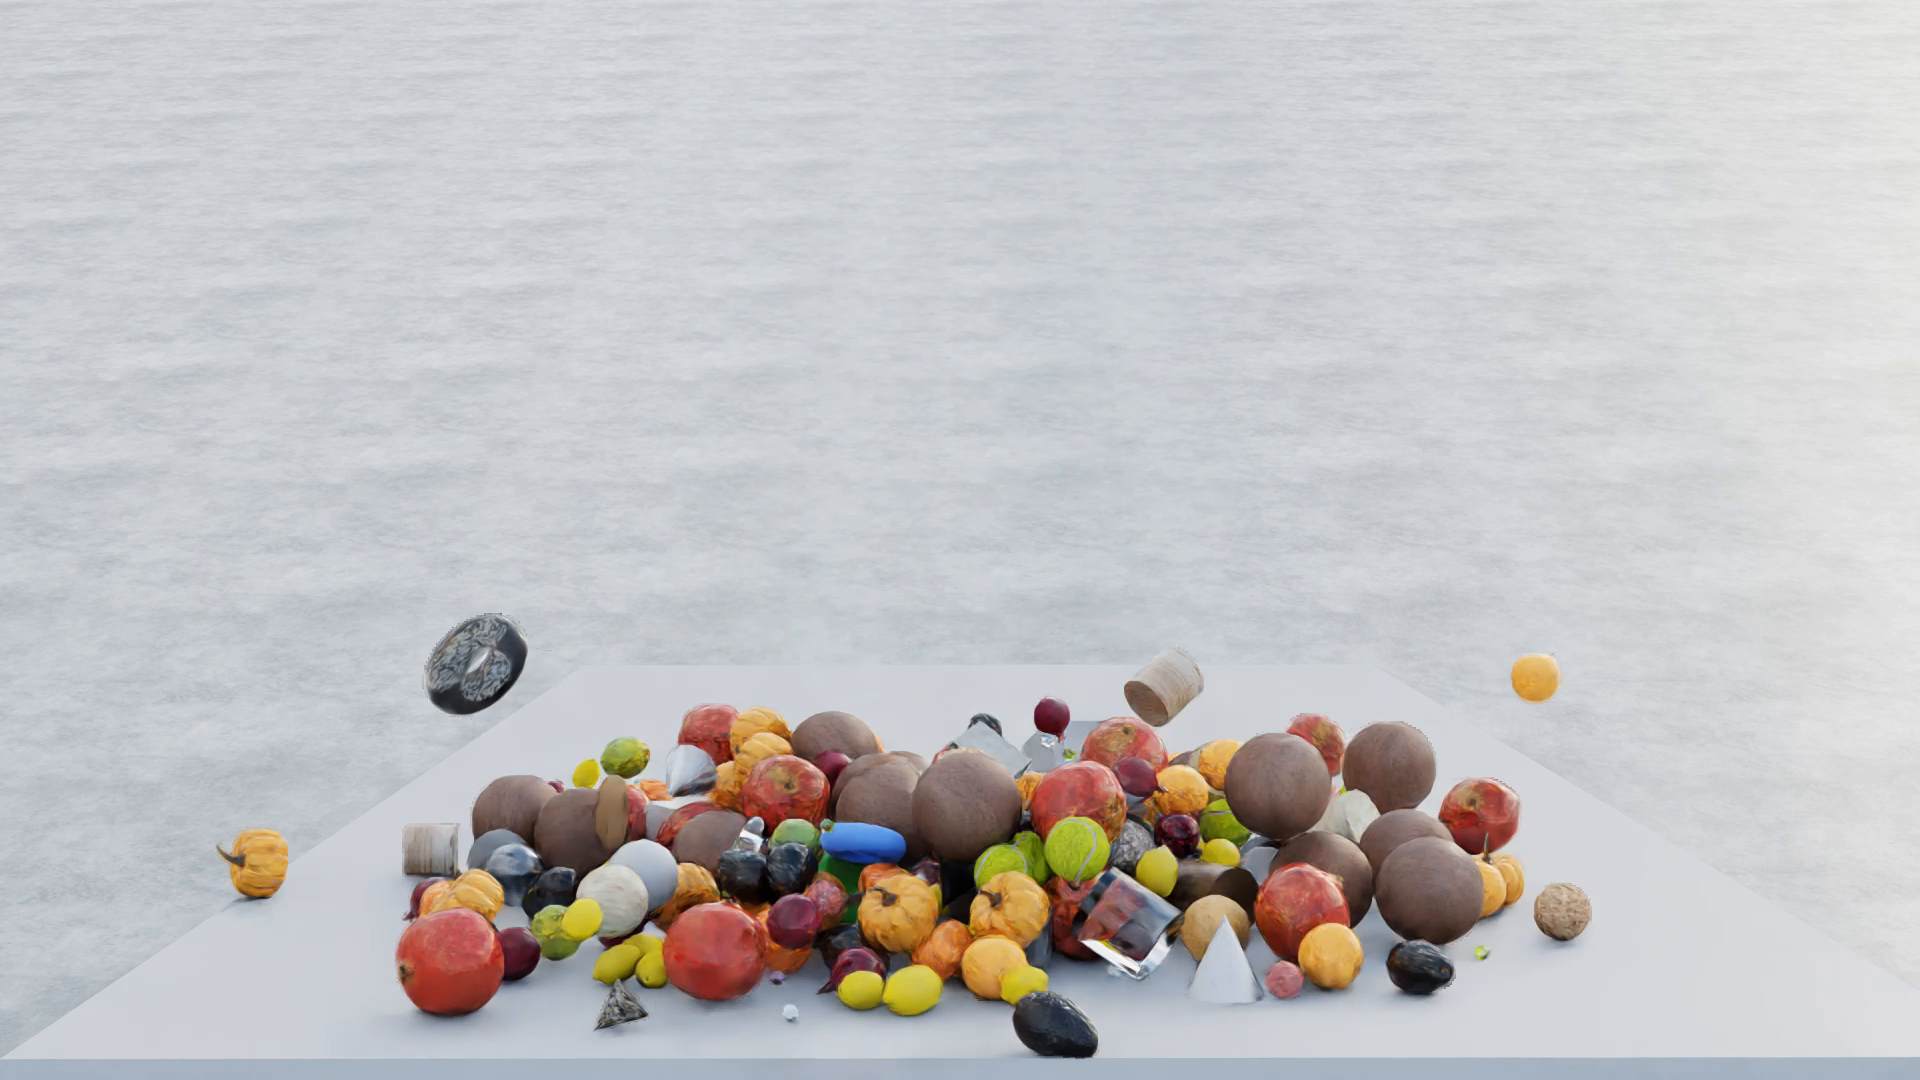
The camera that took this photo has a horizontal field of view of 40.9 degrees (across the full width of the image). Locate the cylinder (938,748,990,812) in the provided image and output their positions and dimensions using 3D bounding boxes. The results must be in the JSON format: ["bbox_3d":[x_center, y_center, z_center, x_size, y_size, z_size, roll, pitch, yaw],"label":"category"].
[{"bbox_3d":[0.005,0.305,3.266,0.063,0.063,0.063,-3,17,1],"label":"cylinder"}]

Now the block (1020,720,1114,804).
[{"bbox_3d":[0.174,0.360,4.180,0.100,0.100,0.100,0,62,-26],"label":"block"}]

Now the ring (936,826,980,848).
[{"bbox_3d":[-0.010,0.438,3.777,0.078,0.026,0.078,-1,3,0],"label":"ring"}]

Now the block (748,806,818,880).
[{"bbox_3d":[-0.244,0.416,3.546,0.086,0.086,0.086,-2,1,-12],"label":"block"}]

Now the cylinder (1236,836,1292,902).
[{"bbox_3d":[0.393,0.426,3.325,0.068,0.068,0.068,-3,66,8],"label":"cylinder"}]

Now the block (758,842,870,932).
[{"bbox_3d":[-0.179,0.424,3.140,0.087,0.087,0.087,9,-6,34],"label":"block"}]

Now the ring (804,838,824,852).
[{"bbox_3d":[-0.173,0.419,3.252,0.094,0.031,0.094,-16,51,21],"label":"ring"}]

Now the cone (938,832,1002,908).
[{"bbox_3d":[-0.005,0.409,3.087,0.085,0.085,0.085,10,49,23],"label":"cone"}]

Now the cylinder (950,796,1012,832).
[{"bbox_3d":[0.026,0.406,3.915,0.076,0.076,0.076,-15,6,-33],"label":"cylinder"}]

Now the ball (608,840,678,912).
[{"bbox_3d":[-0.371,0.393,3.006,0.085,0.085,0.085,0,22,0],"label":"ball"}]

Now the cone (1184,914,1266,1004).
[{"bbox_3d":[0.289,0.452,2.808,0.089,0.089,0.089,0,3,0],"label":"cone"}]

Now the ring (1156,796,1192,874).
[{"bbox_3d":[0.286,0.401,3.433,0.039,0.116,0.116,-3,22,-1],"label":"ring"}]

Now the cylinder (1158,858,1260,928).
[{"bbox_3d":[0.303,0.437,3.136,0.088,0.088,0.088,-18,13,-37],"label":"cylinder"}]

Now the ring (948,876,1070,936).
[{"bbox_3d":[0.059,0.440,3.095,0.148,0.049,0.148,-5,4,0],"label":"ring"}]

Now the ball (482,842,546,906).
[{"bbox_3d":[-0.576,0.432,3.321,0.081,0.081,0.081,0,22,0],"label":"ball"}]

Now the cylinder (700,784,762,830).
[{"bbox_3d":[-0.352,0.408,3.937,0.069,0.069,0.069,0,18,40],"label":"cylinder"}]

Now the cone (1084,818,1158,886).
[{"bbox_3d":[0.191,0.386,3.102,0.093,0.093,0.093,2,-1,5],"label":"cone"}]

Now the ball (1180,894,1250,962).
[{"bbox_3d":[0.294,0.449,2.960,0.081,0.081,0.081,0,22,0],"label":"ball"}]

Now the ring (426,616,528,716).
[{"bbox_3d":[-0.617,0.160,3.280,0.147,0.049,0.147,-20,42,19],"label":"ring"}]

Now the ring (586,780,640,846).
[{"bbox_3d":[-0.454,0.356,3.364,0.033,0.098,0.098,33,28,5],"label":"ring"}]

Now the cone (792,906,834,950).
[{"bbox_3d":[-0.185,0.472,3.066,0.053,0.053,0.053,14,57,-22],"label":"cone"}]

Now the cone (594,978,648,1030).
[{"bbox_3d":[-0.357,0.489,2.652,0.051,0.051,0.051,-40,32,-7],"label":"cone"}]

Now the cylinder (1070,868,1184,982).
[{"bbox_3d":[0.188,0.430,2.880,0.092,0.092,0.092,33,34,20],"label":"cylinder"}]

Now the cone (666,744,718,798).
[{"bbox_3d":[-0.378,0.329,3.469,0.078,0.078,0.078,7,25,17],"label":"cone"}]

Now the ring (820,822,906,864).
[{"bbox_3d":[-0.113,0.355,3.006,0.102,0.034,0.102,7,-18,2],"label":"ring"}]

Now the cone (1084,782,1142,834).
[{"bbox_3d":[0.191,0.319,3.117,0.067,0.067,0.067,-12,20,10],"label":"cone"}]

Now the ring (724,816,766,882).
[{"bbox_3d":[-0.262,0.377,3.133,0.029,0.087,0.087,26,23,-4],"label":"ring"}]

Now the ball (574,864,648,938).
[{"bbox_3d":[-0.387,0.401,2.855,0.081,0.081,0.081,0,22,0],"label":"ball"}]

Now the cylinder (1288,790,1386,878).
[{"bbox_3d":[0.505,0.394,3.448,0.093,0.093,0.093,-26,6,33],"label":"cylinder"}]

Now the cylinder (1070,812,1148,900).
[{"bbox_3d":[0.191,0.408,3.309,0.091,0.091,0.091,4,51,9],"label":"cylinder"}]

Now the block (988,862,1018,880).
[{"bbox_3d":[0.042,0.439,3.220,0.052,0.052,0.052,-5,43,-24],"label":"block"}]

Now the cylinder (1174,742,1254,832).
[{"bbox_3d":[0.362,0.353,3.675,0.093,0.093,0.093,6,50,-7],"label":"cylinder"}]

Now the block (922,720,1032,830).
[{"bbox_3d":[0.024,0.323,3.536,0.091,0.091,0.091,37,27,12],"label":"block"}]

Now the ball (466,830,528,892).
[{"bbox_3d":[-0.608,0.426,3.398,0.086,0.086,0.086,0,22,0],"label":"ball"}]

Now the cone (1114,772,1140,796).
[{"bbox_3d":[0.263,0.416,4.247,0.050,0.050,0.050,18,41,37],"label":"cone"}]

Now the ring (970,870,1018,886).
[{"bbox_3d":[0.069,0.453,3.321,0.117,0.039,0.117,1,5,0],"label":"ring"}]

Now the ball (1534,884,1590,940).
[{"bbox_3d":[0.725,0.449,3.102,0.067,0.067,0.067,0,22,0],"label":"ball"}]

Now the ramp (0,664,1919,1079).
[{"bbox_3d":[0.051,0.464,4.534,2.000,0.100,4.000,0,3,0],"label":"ramp"}]

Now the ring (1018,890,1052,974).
[{"bbox_3d":[0.085,0.445,2.923,0.031,0.094,0.094,1,22,9],"label":"ring"}]

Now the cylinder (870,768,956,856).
[{"bbox_3d":[-0.062,0.383,3.582,0.094,0.094,0.094,32,10,-6],"label":"cylinder"}]

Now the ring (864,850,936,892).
[{"bbox_3d":[-0.087,0.435,3.387,0.109,0.109,0.036,-4,67,-2],"label":"ring"}]

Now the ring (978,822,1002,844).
[{"bbox_3d":[0.064,0.435,3.818,0.079,0.026,0.079,-2,2,0],"label":"ring"}]

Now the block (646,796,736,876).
[{"bbox_3d":[-0.375,0.414,3.591,0.092,0.092,0.092,-2,3,-35],"label":"block"}]

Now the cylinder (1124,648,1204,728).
[{"bbox_3d":[0.302,0.218,3.800,0.084,0.084,0.084,21,48,41],"label":"cylinder"}]

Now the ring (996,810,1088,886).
[{"bbox_3d":[0.100,0.377,3.140,0.119,0.119,0.040,9,44,20],"label":"ring"}]
